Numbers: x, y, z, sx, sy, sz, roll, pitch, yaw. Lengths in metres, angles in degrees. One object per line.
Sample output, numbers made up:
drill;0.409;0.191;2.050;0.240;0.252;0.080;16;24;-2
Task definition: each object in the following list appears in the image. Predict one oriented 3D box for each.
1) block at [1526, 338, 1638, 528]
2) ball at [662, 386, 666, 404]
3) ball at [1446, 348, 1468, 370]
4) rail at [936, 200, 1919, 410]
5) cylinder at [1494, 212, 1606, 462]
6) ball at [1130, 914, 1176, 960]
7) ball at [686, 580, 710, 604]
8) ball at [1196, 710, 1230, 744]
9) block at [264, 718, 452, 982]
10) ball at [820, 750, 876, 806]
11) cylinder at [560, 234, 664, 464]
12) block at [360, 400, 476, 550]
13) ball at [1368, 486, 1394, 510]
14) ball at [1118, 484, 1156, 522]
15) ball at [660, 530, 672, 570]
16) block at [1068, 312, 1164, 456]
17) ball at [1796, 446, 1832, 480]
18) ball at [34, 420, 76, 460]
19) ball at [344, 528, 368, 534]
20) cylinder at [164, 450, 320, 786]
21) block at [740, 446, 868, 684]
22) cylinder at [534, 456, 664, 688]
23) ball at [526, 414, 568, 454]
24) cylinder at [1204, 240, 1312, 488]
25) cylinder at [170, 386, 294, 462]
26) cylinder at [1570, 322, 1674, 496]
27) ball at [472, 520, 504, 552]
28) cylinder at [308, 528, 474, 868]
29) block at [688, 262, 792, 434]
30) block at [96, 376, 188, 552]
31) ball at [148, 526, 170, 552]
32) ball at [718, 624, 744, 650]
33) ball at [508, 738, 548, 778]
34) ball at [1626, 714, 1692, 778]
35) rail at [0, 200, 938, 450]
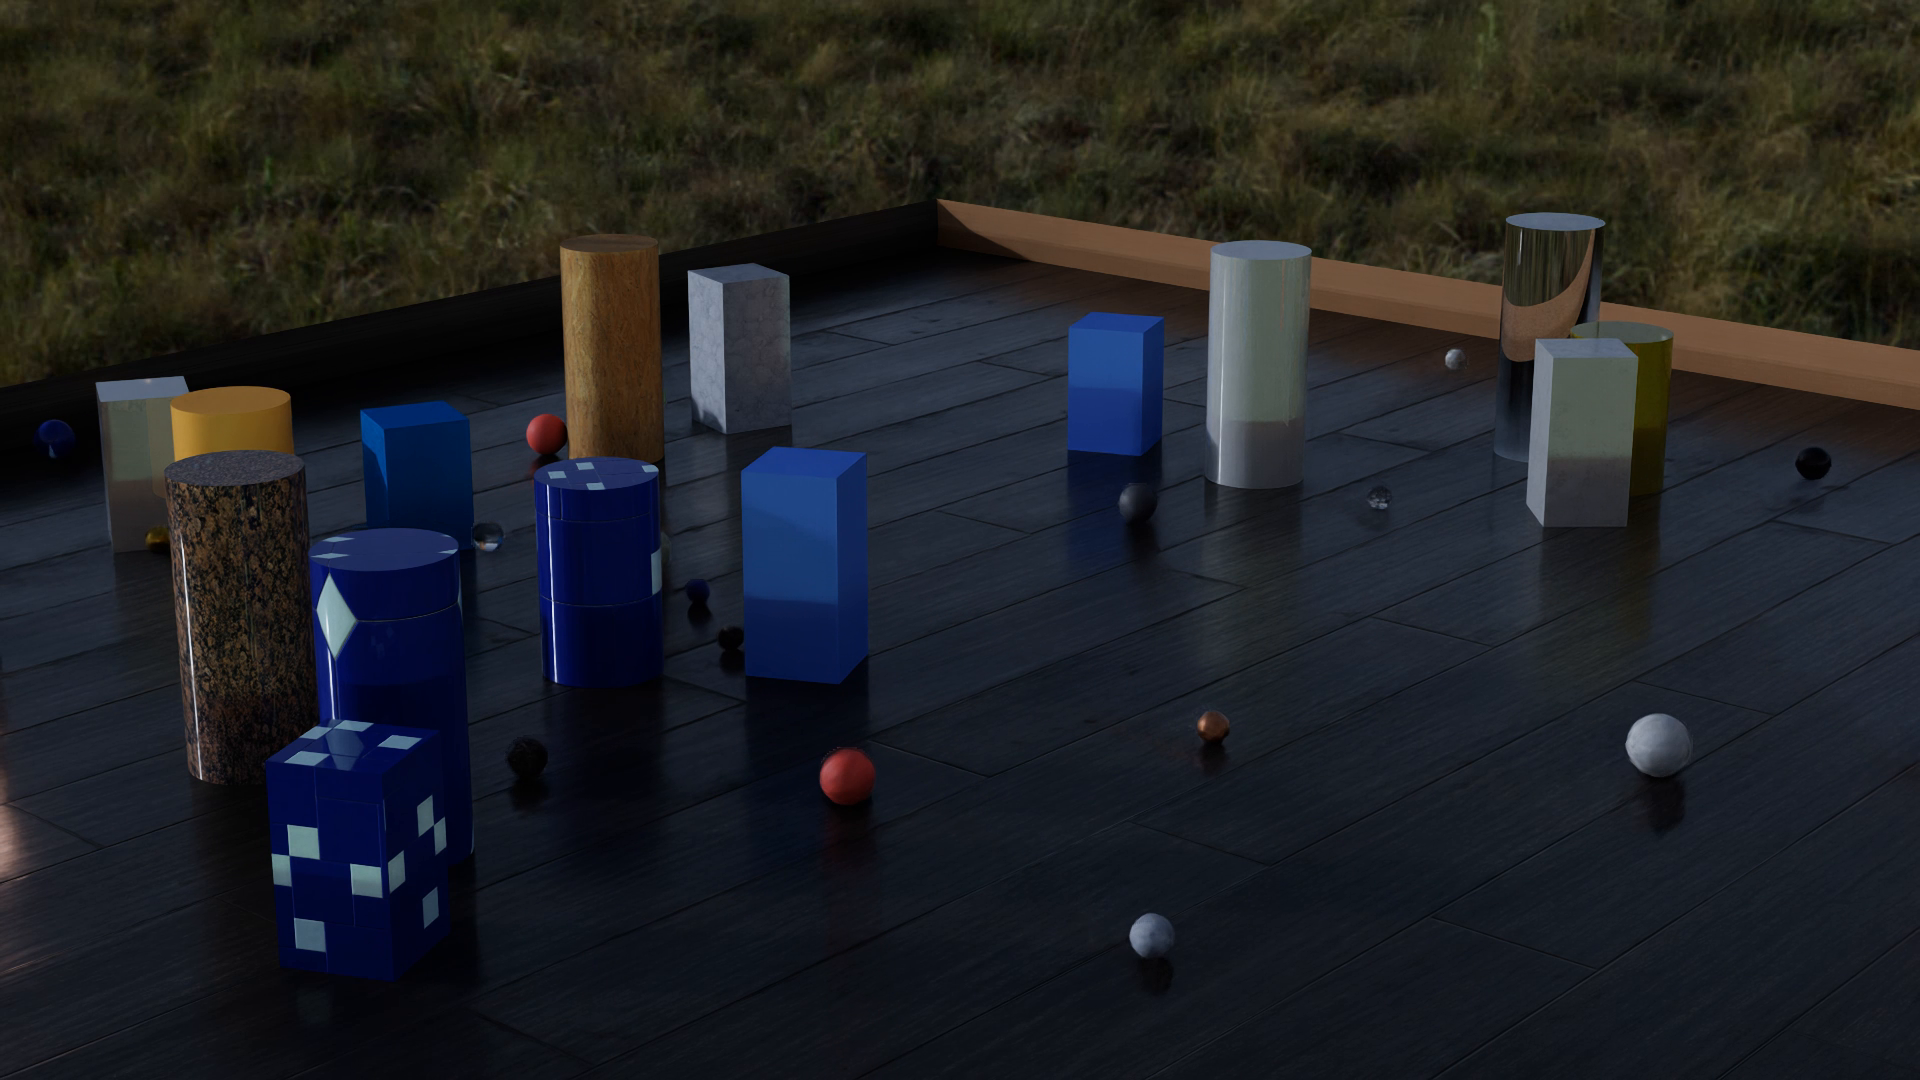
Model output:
block;1.179;-0.204;5.563;0.158;0.328;0.158;0;17;-1
ball;-0.677;-0.309;6.332;0.085;0.085;0.085;0;17;0
ball;1.141;-0.415;6.744;0.050;0.050;0.050;0;17;0
rail;1.534;-0.477;6.811;4.277;0.129;0.045;14;22;39
cylinder;1.203;-0.413;5.991;0.198;0.481;0.198;0;17;0
ball;0.243;0.500;3.696;0.057;0.057;0.057;0;17;0
ball;-0.454;0.090;5.084;0.040;0.040;0.040;0;17;0
ball;0.383;0.283;4.427;0.051;0.051;0.051;0;17;0
block;-0.755;0.388;3.689;0.158;0.275;0.158;5;17;16
ball;-0.161;0.339;4.188;0.081;0.081;0.081;0;17;0
cylinder;-0.707;-0.386;5.966;0.198;0.443;0.198;0;17;0
block;-0.999;-0.113;5.403;0.158;0.245;0.158;-8;19;-25
ball;0.809;-0.082;5.642;0.048;0.048;0.048;0;17;0
ball;0.336;-0.069;5.555;0.073;0.073;0.073;0;17;0
ball;-0.557;0.019;5.244;0.084;0.084;0.084;0;17;0
block;0.324;-0.325;6.084;0.158;0.259;0.158;6;18;19
ball;1.702;-0.154;5.846;0.068;0.068;0.068;0;17;0
ball;-1.849;-0.205;5.988;0.083;0.083;0.083;0;17;0
ball;-1.078;0.017;5.260;0.080;0.080;0.080;0;17;0
cylinder;-1.047;0.112;4.297;0.198;0.453;0.198;0;17;0
block;-0.248;0.039;4.731;0.158;0.342;0.158;5;17;15
cylinder;-0.579;0.051;4.714;0.198;0.329;0.198;0;17;0
ball;-0.849;-0.217;6.027;0.084;0.084;0.084;0;17;0
cylinder;0.590;-0.349;5.816;0.198;0.459;0.198;0;17;0
cylinder;-1.235;-0.061;5.020;0.198;0.367;0.198;0;17;0
cylinder;1.298;-0.261;5.790;0.198;0.306;0.198;0;17;0
ball;-0.865;-0.007;5.377;0.058;0.058;0.058;0;17;0
cylinder;-0.769;0.219;3.974;0.198;0.433;0.198;0;17;0
block;-0.469;-0.410;6.251;0.158;0.324;0.158;-10;20;-31
block;-1.503;-0.142;5.431;0.158;0.284;0.158;-6;18;-18
ball;-1.464;-0.001;5.372;0.049;0.049;0.049;0;17;0
ball;-0.379;0.160;4.847;0.043;0.043;0.043;0;17;0
ball;-0.633;0.319;4.295;0.057;0.057;0.057;0;17;0
ball;1.024;0.300;4.294;0.093;0.093;0.093;0;17;0
rail;-1.597;-0.368;6.447;0.045;0.129;4.727;14;22;39
